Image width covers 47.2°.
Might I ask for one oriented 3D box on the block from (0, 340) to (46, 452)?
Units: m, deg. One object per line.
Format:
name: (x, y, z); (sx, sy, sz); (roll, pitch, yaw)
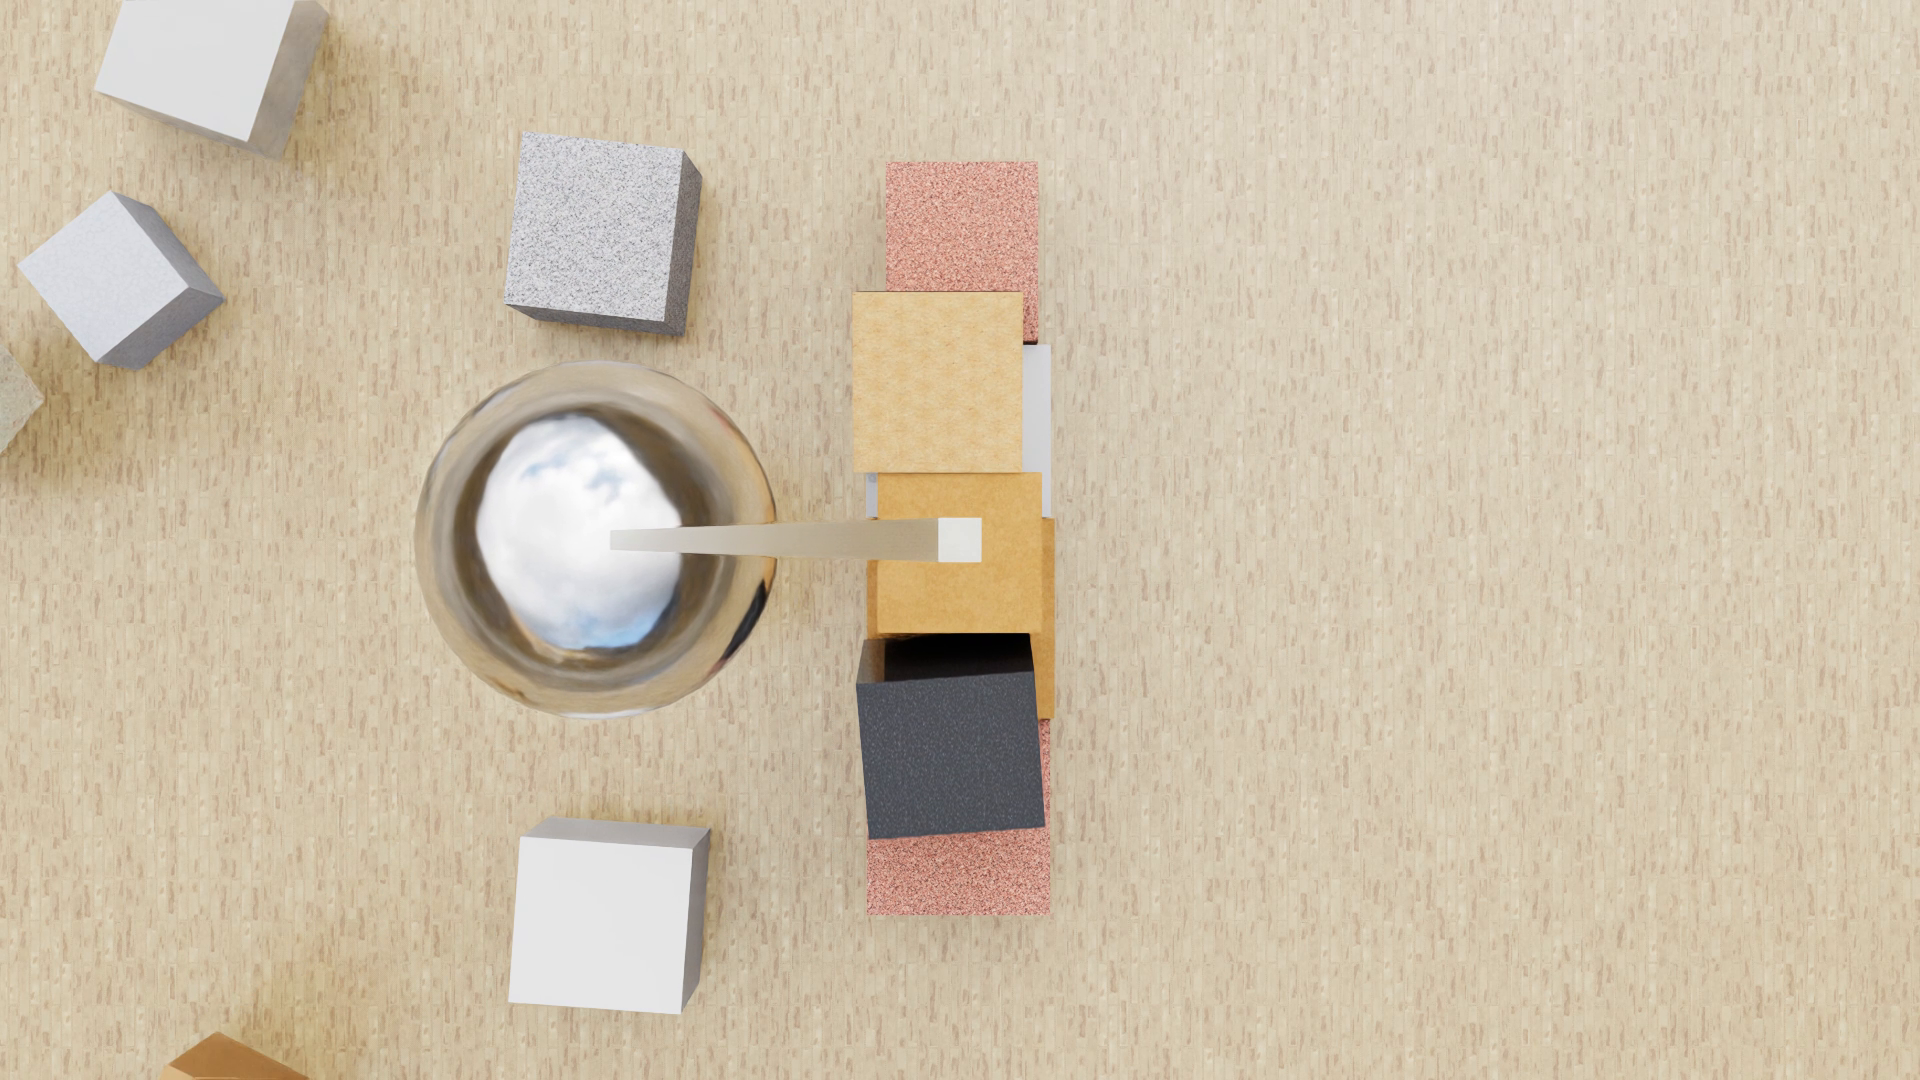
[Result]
block: (-5.714, -0.780, 12.200); (0.695, 0.645, 0.729); (6, 51, 25)

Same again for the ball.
ball: (-1.602, 0.000, 9.757); (1.600, 1.600, 1.600); (0, 90, 0)

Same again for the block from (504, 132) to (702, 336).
block: (-2.016, -1.725, 12.545); (0.887, 0.910, 0.953); (6, 90, 0)

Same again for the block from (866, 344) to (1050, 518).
block: (-0.008, -0.603, 12.573); (1.018, 0.854, 0.950); (0, 90, 0)

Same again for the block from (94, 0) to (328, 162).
block: (-4.247, -2.793, 12.547); (0.865, 0.826, 0.926); (18, 90, -6)

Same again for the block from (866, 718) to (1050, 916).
block: (-0.008, 1.528, 12.561); (1.011, 0.878, 1.080); (0, 90, 0)

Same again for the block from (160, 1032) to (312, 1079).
block: (-4.229, 3.350, 12.591); (0.697, 0.819, 0.650); (27, 90, 0)

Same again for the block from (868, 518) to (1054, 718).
block: (0.005, 0.431, 12.524); (1.027, 0.952, 1.096); (0, 90, 0)

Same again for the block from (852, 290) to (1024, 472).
block: (-0.112, -0.851, 11.578); (0.857, 0.954, 0.909); (0, 97, 0)

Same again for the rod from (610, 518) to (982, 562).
rod: (-0.694, 0.000, 6.481); (0.080, 5.200, 0.080); (0, 90, -15)

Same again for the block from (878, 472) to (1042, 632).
block: (-0.001, 0.063, 11.617); (0.838, 0.862, 0.819); (0, 90, 0)

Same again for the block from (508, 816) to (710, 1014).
block: (-1.981, 2.124, 12.557); (0.951, 0.886, 0.913); (4, 90, 0)

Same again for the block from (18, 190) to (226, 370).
block: (-4.816, -1.483, 12.676); (0.675, 0.649, 0.699); (-39, 90, 0)

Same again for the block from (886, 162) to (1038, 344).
block: (0.012, -1.580, 12.515); (0.832, 0.970, 0.981); (0, 90, 0)

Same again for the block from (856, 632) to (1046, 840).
block: (-0.045, 1.003, 11.576); (0.901, 0.935, 0.823); (-4, 101, 1)
